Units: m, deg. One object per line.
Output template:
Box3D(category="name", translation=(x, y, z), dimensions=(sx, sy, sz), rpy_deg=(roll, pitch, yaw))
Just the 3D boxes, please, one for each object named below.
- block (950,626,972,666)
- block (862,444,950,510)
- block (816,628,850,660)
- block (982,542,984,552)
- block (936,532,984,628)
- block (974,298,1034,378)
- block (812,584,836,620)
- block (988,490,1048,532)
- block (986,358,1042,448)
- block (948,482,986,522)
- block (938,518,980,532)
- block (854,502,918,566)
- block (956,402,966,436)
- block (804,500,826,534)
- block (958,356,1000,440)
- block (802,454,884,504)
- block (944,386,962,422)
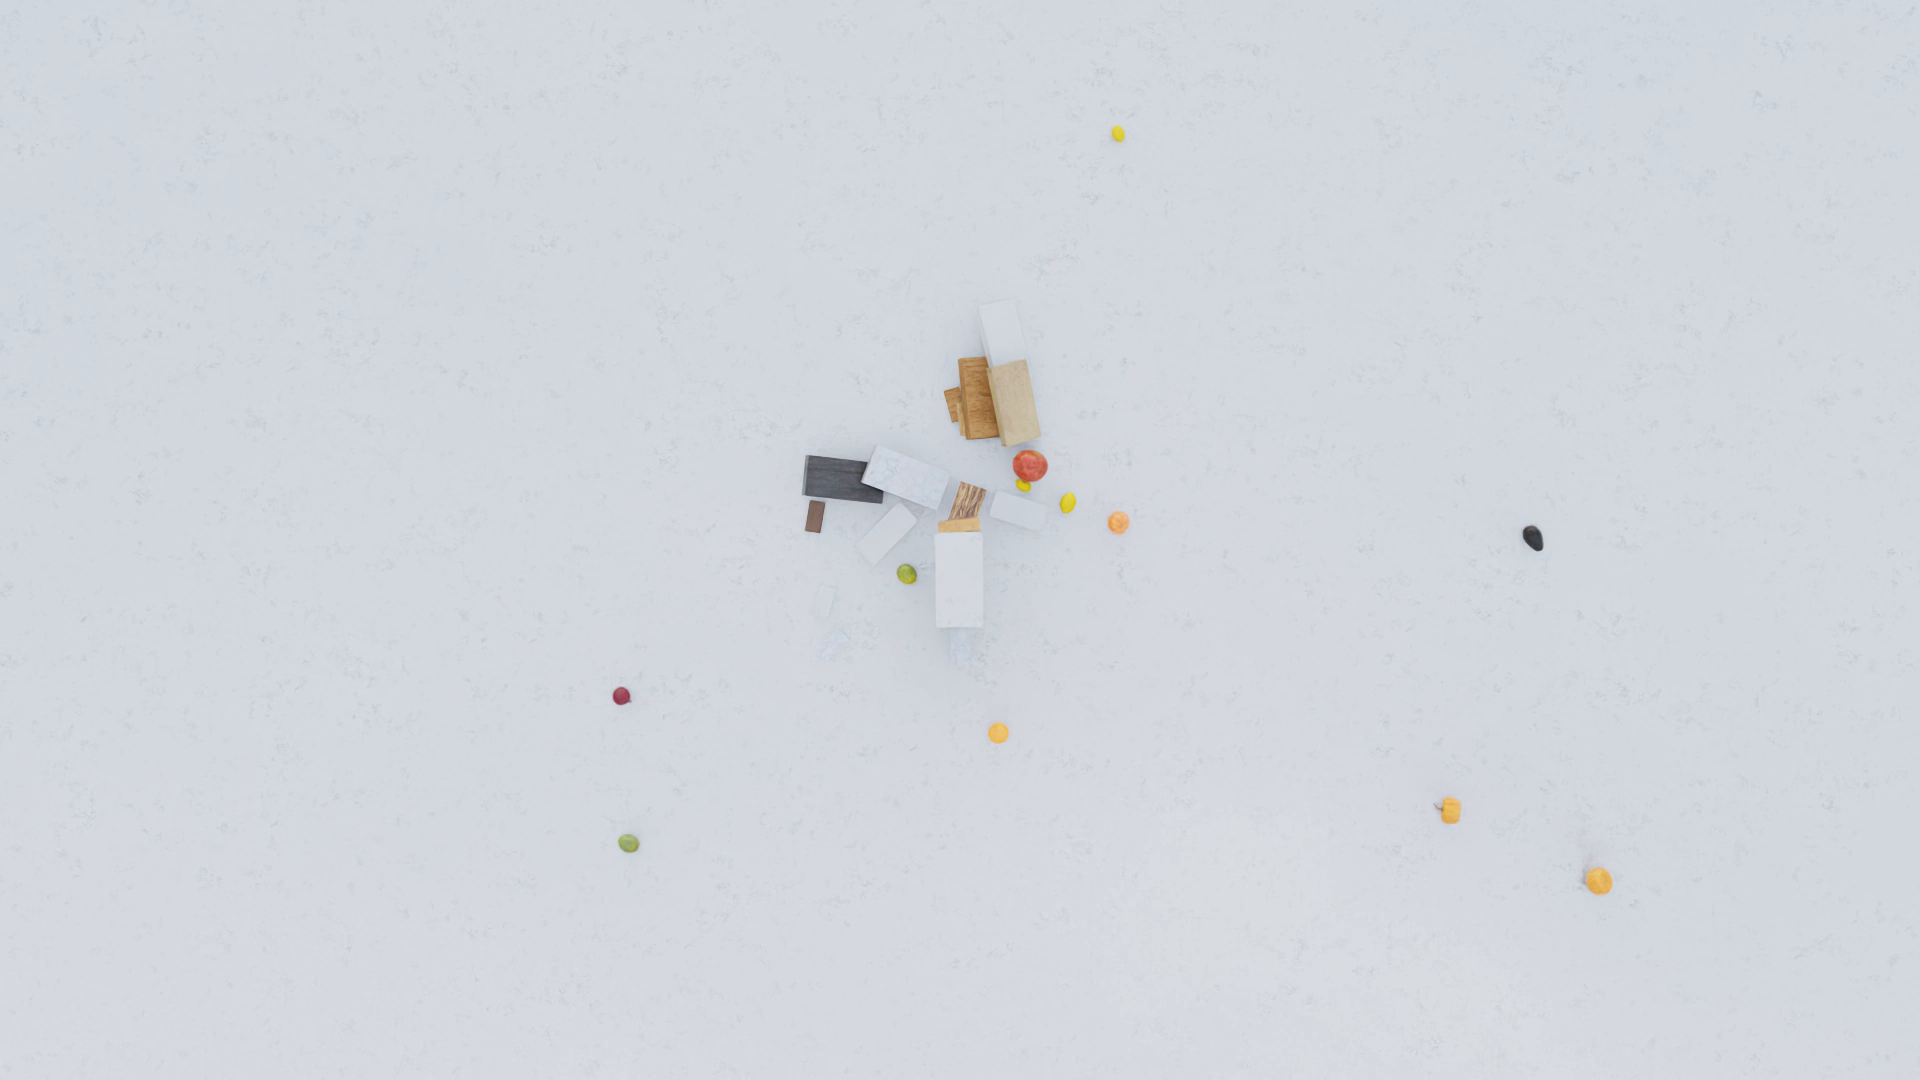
Box3D(category="block", translation=(0.003, 0.343, 5.357), dimensions=(0.067, 0.019, 0.133), rpy_deg=(0, 90, 0))
Box3D(category="block", translation=(-0.178, -0.206, 5.449), dimensions=(0.267, 0.038, 0.134), rpy_deg=(21, 90, -14))
Box3D(category="block", translation=(-0.424, 0.348, 5.493), dimensions=(0.105, 0.015, 0.053), rpy_deg=(-43, 90, 0))
Box3D(category="block", translation=(-0.001, 0.029, 5.352), dimensions=(0.148, 0.295, 0.042), rpy_deg=(1, 90, 0))
Box3D(category="block", translation=(-0.002, 0.125, 5.184), dimensions=(0.148, 0.042, 0.295), rpy_deg=(0, 90, 0))
Box3D(category="block", translation=(0.144, -0.653, 5.455), dimensions=(0.132, 0.037, 0.264), rpy_deg=(-15, 91, -23))
Box3D(category="block", translation=(-0.452, 0.206, 5.493), dimensions=(0.053, 0.015, 0.105), rpy_deg=(16, 90, 0))
Box3D(category="block", translation=(0.195, -0.096, 5.487), dimensions=(0.181, 0.026, 0.090), rpy_deg=(18, 90, 0))
Box3D(category="block", translation=(0.178, -0.452, 5.427), dimensions=(0.132, 0.037, 0.264), rpy_deg=(-18, 105, -22))
Box3D(category="block", translation=(0.018, -0.095, 5.487), dimensions=(0.090, 0.026, 0.181), rpy_deg=(19, 90, 0))
Box3D(category="block", translation=(-0.002, -0.041, 5.342), dimensions=(0.132, 0.264, 0.037), rpy_deg=(-7, 88, 0))
Box3D(category="block", translation=(-0.243, -0.021, 5.487), dimensions=(0.090, 0.026, 0.213), rpy_deg=(44, 90, 0))
Box3D(category="block", translation=(0.023, -0.402, 5.474), dimensions=(0.054, 0.015, 0.109), rpy_deg=(-5, 86, -23))
Box3D(category="block", translation=(-0.482, -0.078, 5.493), dimensions=(0.053, 0.015, 0.105), rpy_deg=(10, 90, 0))
Box3D(category="block", translation=(0.075, -0.471, 5.457), dimensions=(0.134, 0.038, 0.267), rpy_deg=(-6, 90, -23))
Box3D(category="block", translation=(-0.381, -0.199, 5.435), dimensions=(0.267, 0.038, 0.134), rpy_deg=(6, 90, -21))
Box3D(category="block", translation=(-0.015, -0.450, 5.492), dimensions=(0.054, 0.015, 0.109), rpy_deg=(-15, 90, 0))
